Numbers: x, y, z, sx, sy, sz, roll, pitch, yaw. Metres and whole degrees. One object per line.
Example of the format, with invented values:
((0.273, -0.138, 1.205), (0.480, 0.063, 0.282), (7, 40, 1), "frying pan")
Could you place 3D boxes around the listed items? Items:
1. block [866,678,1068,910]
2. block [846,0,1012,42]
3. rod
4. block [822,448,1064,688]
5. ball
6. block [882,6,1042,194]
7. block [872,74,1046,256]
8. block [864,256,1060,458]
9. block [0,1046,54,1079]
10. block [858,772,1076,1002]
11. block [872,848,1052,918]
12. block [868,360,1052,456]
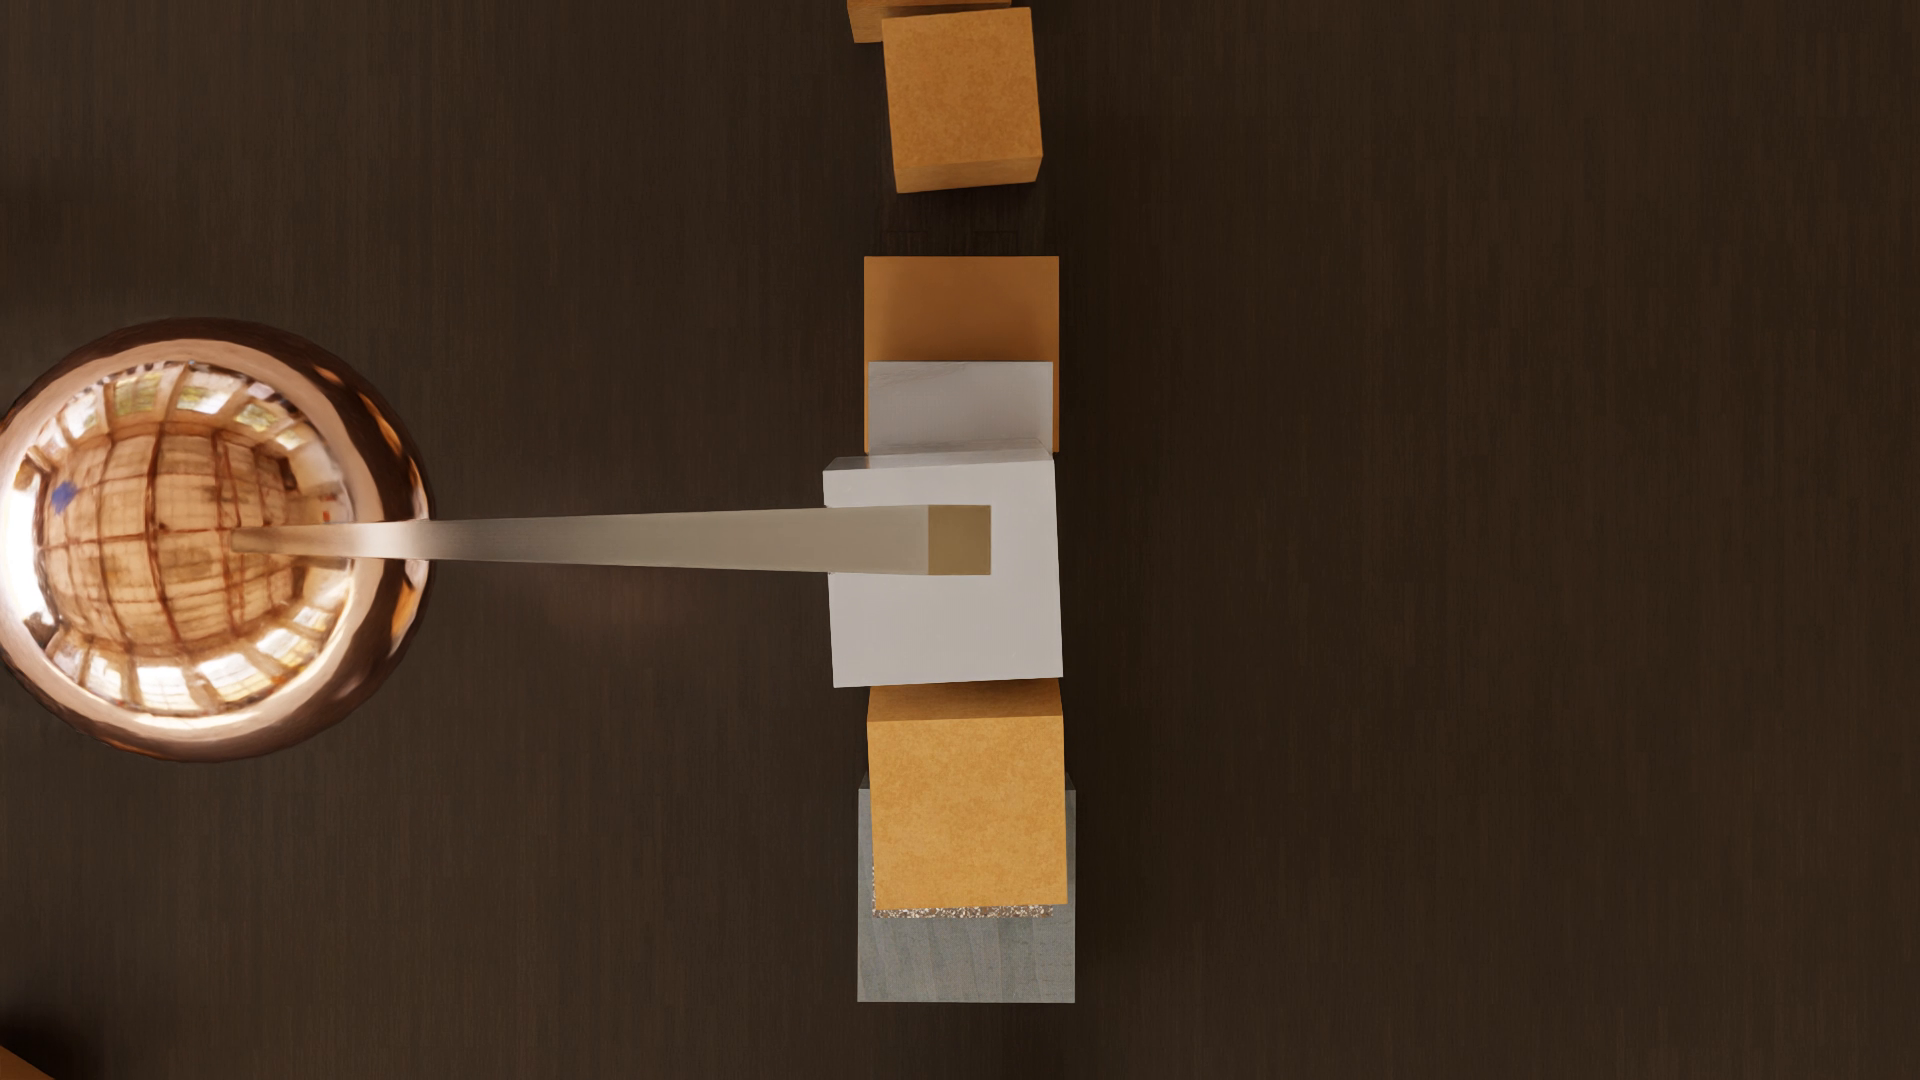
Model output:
((0.038, 1.152, 10.664), (0.903, 0.888, 0.947), (-2, 106, 0), "block")
((-0.182, -3.333, 12.572), (0.909, 0.855, 0.757), (-2, 90, 0), "block")
((-1.163, 0.000, 4.819), (0.080, 5.200, 0.080), (0, 90, -27), "rod")
((-0.076, 0.104, 10.431), (1.037, 1.091, 0.981), (-3, 95, 0), "block")
((-2.684, 0.000, 7.860), (1.600, 1.600, 1.600), (0, 90, 0), "ball")
((0.006, -2.298, 11.576), (0.758, 0.853, 0.760), (-5, 91, -1), "block")
((-0.005, -2.042, 12.502), (0.949, 0.996, 0.992), (0, 90, 0), "block")
((0.009, -1.005, 12.450), (1.053, 1.099, 1.058), (0, 90, 0), "block")
((-5.733, 3.472, 12.603), (0.813, 0.793, 0.885), (32, 90, 0), "block")
((0.037, 1.953, 12.533), (1.191, 0.934, 1.167), (0, 90, 0), "block")
((0.013, 1.426, 11.646), (0.920, 0.840, 1.003), (0, 90, 0), "block")
((0.003, -0.507, 11.411), (0.914, 0.970, 0.843), (0, 95, 0), "block")
